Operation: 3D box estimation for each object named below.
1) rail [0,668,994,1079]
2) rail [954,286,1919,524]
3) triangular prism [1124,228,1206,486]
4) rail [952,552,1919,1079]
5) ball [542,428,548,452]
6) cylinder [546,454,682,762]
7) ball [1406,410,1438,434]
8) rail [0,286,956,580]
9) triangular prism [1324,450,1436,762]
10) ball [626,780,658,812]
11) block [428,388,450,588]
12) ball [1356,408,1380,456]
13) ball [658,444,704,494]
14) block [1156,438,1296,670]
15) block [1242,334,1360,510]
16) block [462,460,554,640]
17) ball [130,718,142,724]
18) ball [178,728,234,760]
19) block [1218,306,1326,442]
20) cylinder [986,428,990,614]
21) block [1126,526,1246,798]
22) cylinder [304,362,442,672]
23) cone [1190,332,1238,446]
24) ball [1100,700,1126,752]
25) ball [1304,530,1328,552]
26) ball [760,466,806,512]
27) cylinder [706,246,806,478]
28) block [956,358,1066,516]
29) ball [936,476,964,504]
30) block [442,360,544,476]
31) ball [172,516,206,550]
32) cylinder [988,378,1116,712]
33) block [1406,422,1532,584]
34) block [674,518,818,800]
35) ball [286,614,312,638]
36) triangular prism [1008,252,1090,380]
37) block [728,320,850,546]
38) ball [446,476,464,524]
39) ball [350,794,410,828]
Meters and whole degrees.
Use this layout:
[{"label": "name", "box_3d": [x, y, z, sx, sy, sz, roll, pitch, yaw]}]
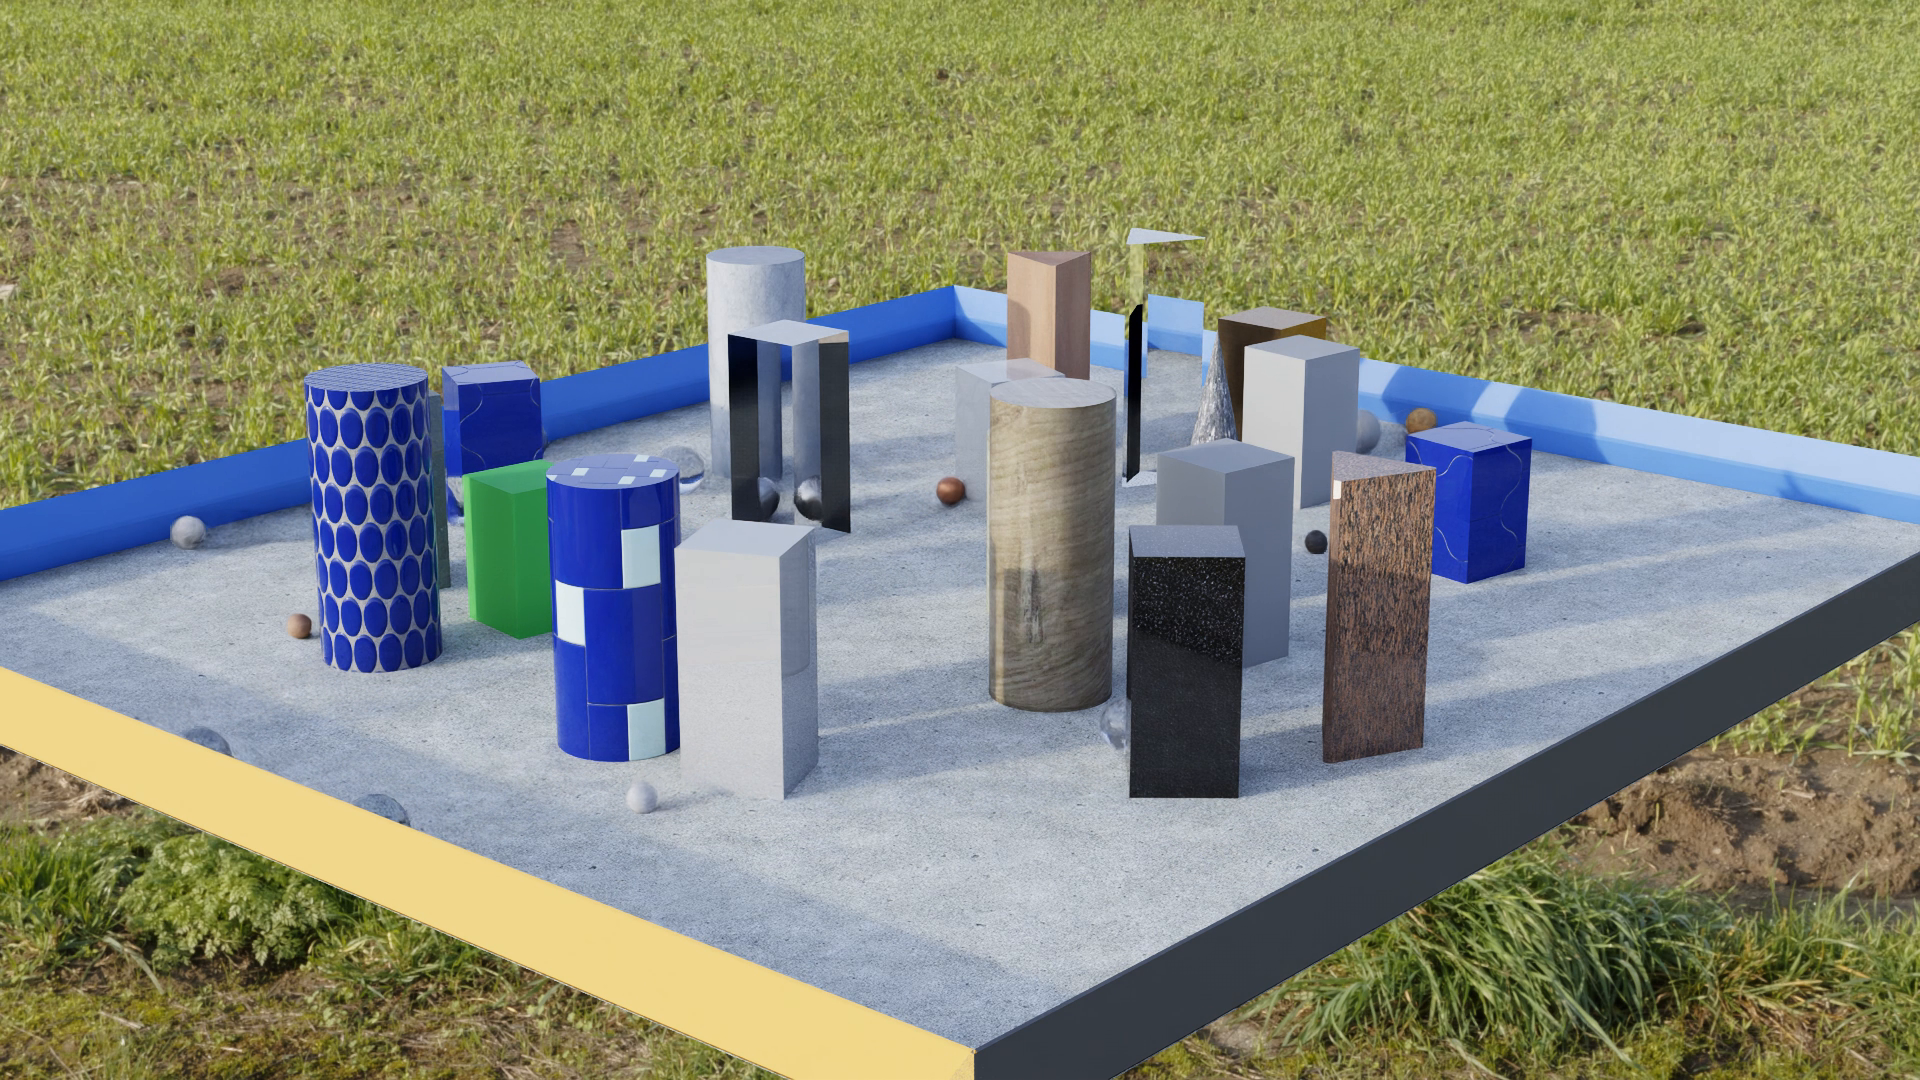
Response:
[{"label": "rail", "box_3d": [-0.977, 0.357, 4.043, 2.669, 0.127, 0.045, 14, 22, 39]}, {"label": "rail", "box_3d": [0.977, -0.293, 6.197, 2.669, 0.127, 0.045, 14, 22, 39]}, {"label": "triangular prism", "box_3d": [0.373, -0.367, 5.825, 0.170, 0.486, 0.147, -7, 18, -22]}, {"label": "rail", "box_3d": [0.990, 0.280, 4.297, 0.045, 0.127, 3.028, 14, 22, 39]}, {"label": "ball", "box_3d": [-0.879, -0.204, 6.004, 0.071, 0.071, 0.071, 0, 17, 0]}, {"label": "cylinder", "box_3d": [-0.513, 0.100, 4.388, 0.196, 0.421, 0.196, 0, 17, 0]}, {"label": "ball", "box_3d": [0.966, -0.242, 6.139, 0.065, 0.065, 0.065, 0, 17, 0]}, {"label": "rail", "box_3d": [-0.990, -0.216, 5.943, 0.045, 0.127, 3.028, 14, 22, 39]}, {"label": "triangular prism", "box_3d": [0.591, 0.094, 4.386, 0.170, 0.435, 0.147, -7, 18, -23]}, {"label": "ball", "box_3d": [-0.451, 0.364, 4.164, 0.044, 0.044, 0.044, 0, 17, 0]}, {"label": "block", "box_3d": [-1.006, -0.091, 5.145, 0.157, 0.349, 0.157, -11, 20, -31]}, {"label": "ball", "box_3d": [0.813, -0.221, 6.015, 0.097, 0.097, 0.097, 0, 17, 0]}, {"label": "ball", "box_3d": [-0.549, -0.137, 5.734, 0.098, 0.098, 0.098, 0, 17, 0]}, {"label": "block", "box_3d": [0.429, 0.025, 4.780, 0.157, 0.339, 0.157, -13, 21, -37]}, {"label": "block", "box_3d": [0.662, -0.232, 5.708, 0.157, 0.294, 0.157, -14, 22, -39]}, {"label": "block", "box_3d": [-0.728, 0.014, 4.966, 0.157, 0.253, 0.157, -14, 22, -39]}, {"label": "ball", "box_3d": [-1.231, 0.299, 4.328, 0.075, 0.075, 0.075, 0, 17, 0]}, {"label": "ball", "box_3d": [-1.097, 0.318, 4.233, 0.093, 0.093, 0.093, 0, 17, 0]}, {"label": "block", "box_3d": [0.632, -0.312, 5.981, 0.157, 0.290, 0.157, 15, 22, 40]}, {"label": "cylinder", "box_3d": [0.143, -0.031, 5.009, 0.196, 0.315, 0.196, 0, 17, 0]}, {"label": "block", "box_3d": [0.323, 0.175, 4.240, 0.157, 0.363, 0.157, 0, 17, 1]}, {"label": "cylinder", "box_3d": [-0.952, -0.037, 4.763, 0.196, 0.468, 0.196, 0, 17, 0]}, {"label": "cone", "box_3d": [0.439, -0.133, 5.067, 0.196, 0.476, 0.196, 0, 17, 0]}, {"label": "ball", "box_3d": [0.249, 0.278, 4.395, 0.078, 0.078, 0.078, 0, 17, 0]}, {"label": "ball", "box_3d": [0.652, 0.003, 5.368, 0.042, 0.042, 0.042, 0, 17, 0]}, {"label": "ball", "box_3d": [-0.338, -0.096, 5.617, 0.087, 0.087, 0.087, 0, 17, 0]}, {"label": "cylinder", "box_3d": [-0.405, -0.354, 5.868, 0.196, 0.437, 0.196, 0, 17, 0]}, {"label": "block", "box_3d": [0.095, -0.198, 5.645, 0.157, 0.265, 0.157, -8, 18, -25]}, {"label": "ball", "box_3d": [-0.019, -0.095, 5.670, 0.055, 0.055, 0.055, 0, 17, 0]}, {"label": "block", "box_3d": [-0.900, -0.197, 5.656, 0.157, 0.258, 0.157, -6, 18, -20]}, {"label": "ball", "box_3d": [-1.416, -0.014, 5.386, 0.063, 0.063, 0.063, 0, 17, 0]}, {"label": "cylinder", "box_3d": [0.143, 0.007, 4.582, 0.196, 0.488, 0.196, 0, 17, 0]}, {"label": "block", "box_3d": [0.908, -0.069, 5.261, 0.157, 0.241, 0.157, -13, 21, -37]}, {"label": "block", "box_3d": [-0.307, 0.171, 4.250, 0.157, 0.365, 0.157, 5, 17, 15]}, {"label": "ball", "box_3d": [-1.105, 0.143, 4.901, 0.043, 0.043, 0.043, 0, 17, 0]}, {"label": "triangular prism", "box_3d": [0.206, -0.393, 6.062, 0.147, 0.398, 0.170, -10, 19, -30]}, {"label": "block", "box_3d": [-0.314, -0.194, 5.421, 0.157, 0.388, 0.157, 13, 21, 37]}, {"label": "ball", "box_3d": [-0.953, -0.074, 5.537, 0.092, 0.092, 0.092, 0, 17, 0]}, {"label": "ball", "box_3d": [-0.795, 0.392, 3.983, 0.096, 0.096, 0.096, 0, 17, 0]}]
